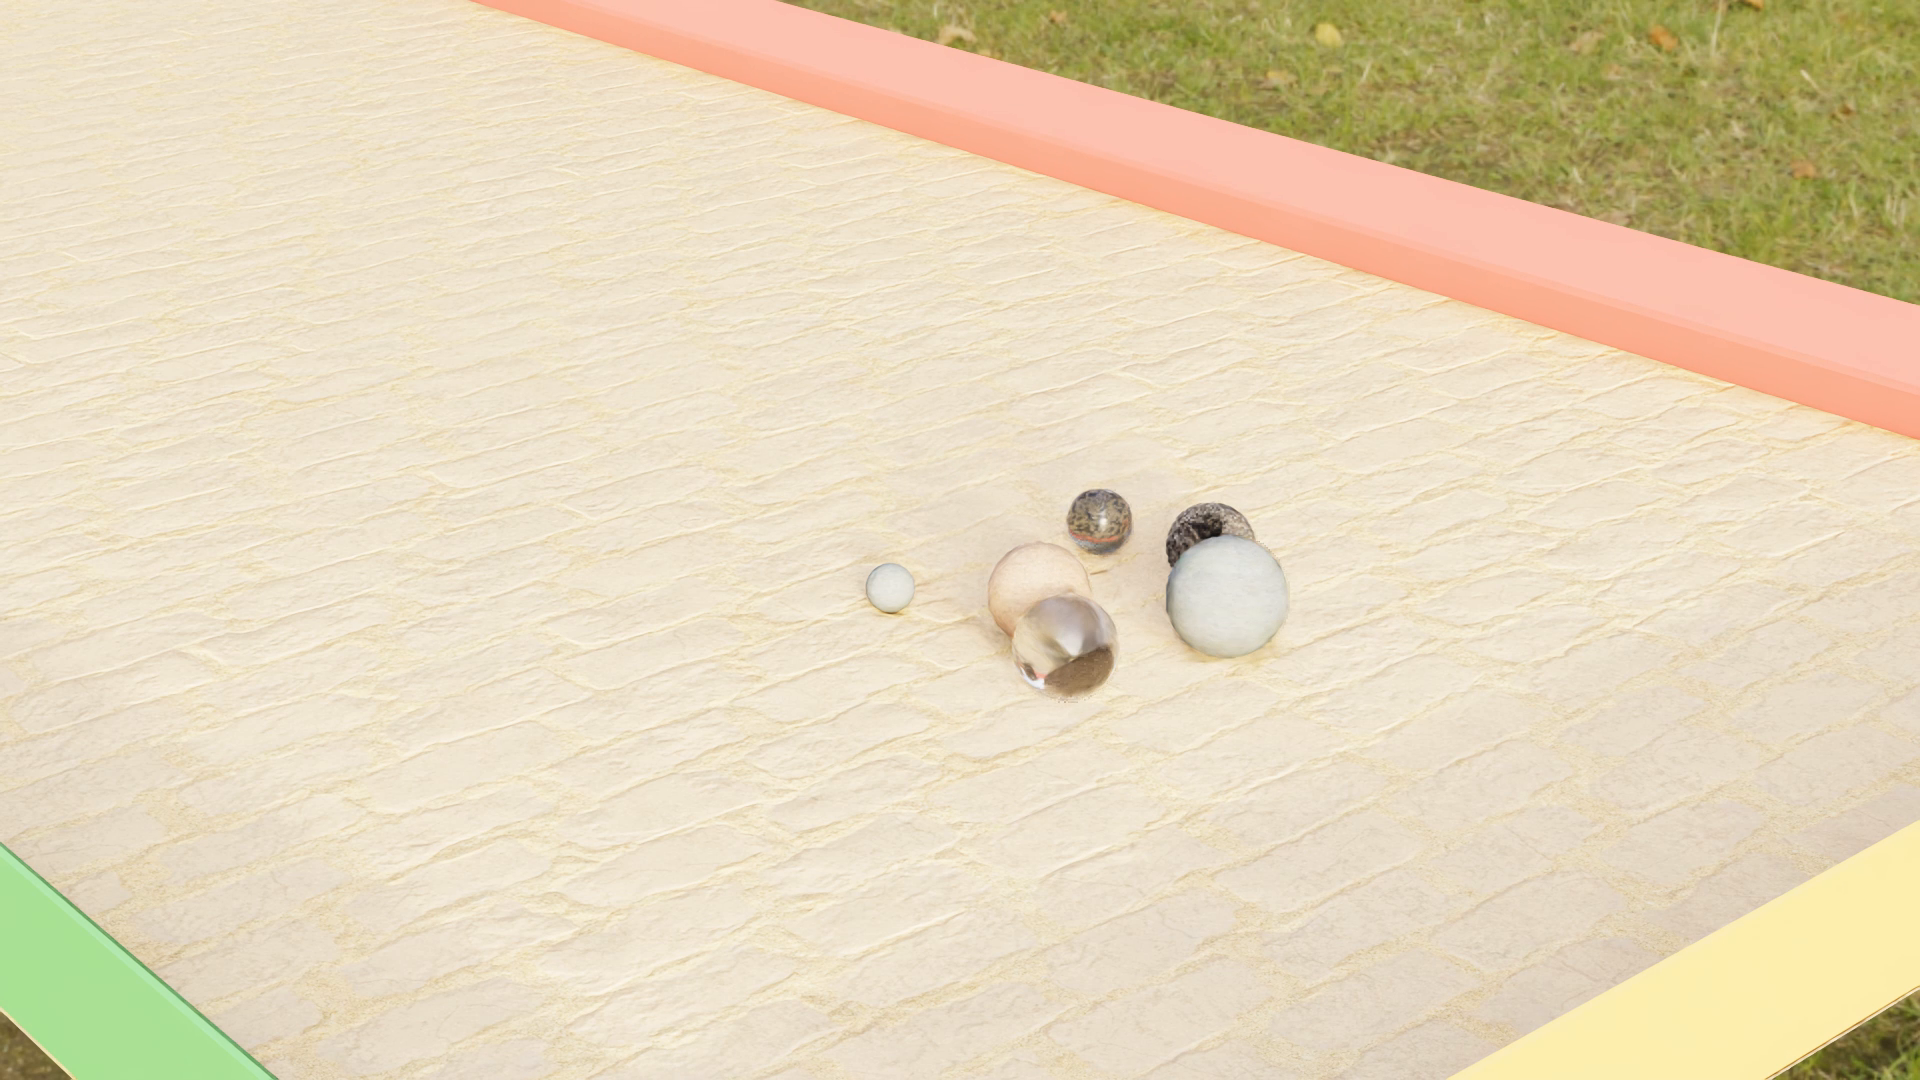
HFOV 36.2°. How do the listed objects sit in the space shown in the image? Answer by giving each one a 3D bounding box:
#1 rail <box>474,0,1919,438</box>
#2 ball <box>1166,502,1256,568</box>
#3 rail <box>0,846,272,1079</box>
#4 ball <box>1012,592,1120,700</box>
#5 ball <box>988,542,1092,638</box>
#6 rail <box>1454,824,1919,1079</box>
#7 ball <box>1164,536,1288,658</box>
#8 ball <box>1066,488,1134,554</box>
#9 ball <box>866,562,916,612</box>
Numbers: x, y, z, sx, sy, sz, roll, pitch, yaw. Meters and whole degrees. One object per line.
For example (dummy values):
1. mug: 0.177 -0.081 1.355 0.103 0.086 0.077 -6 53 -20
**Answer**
1. rail: 0.079 -0.501 3.552 0.045 0.124 3.535 -18 29 -37
2. ball: 0.205 0.006 2.401 0.074 0.074 0.074 0 23 0
3. rail: -1.232 -0.068 2.509 0.045 0.124 3.535 -18 29 -37
4. ball: 0.080 0.080 2.212 0.081 0.081 0.081 0 23 0
5. ball: 0.062 0.042 2.303 0.082 0.082 0.082 0 23 0
6. rail: 0.561 0.222 1.811 1.778 0.124 0.045 -18 29 -37
7. ball: 0.207 0.044 2.280 0.096 0.096 0.096 0 23 0
8. ball: 0.118 -0.016 2.475 0.056 0.056 0.056 0 23 0
9. ball: -0.056 0.038 2.366 0.040 0.040 0.040 0 23 0
